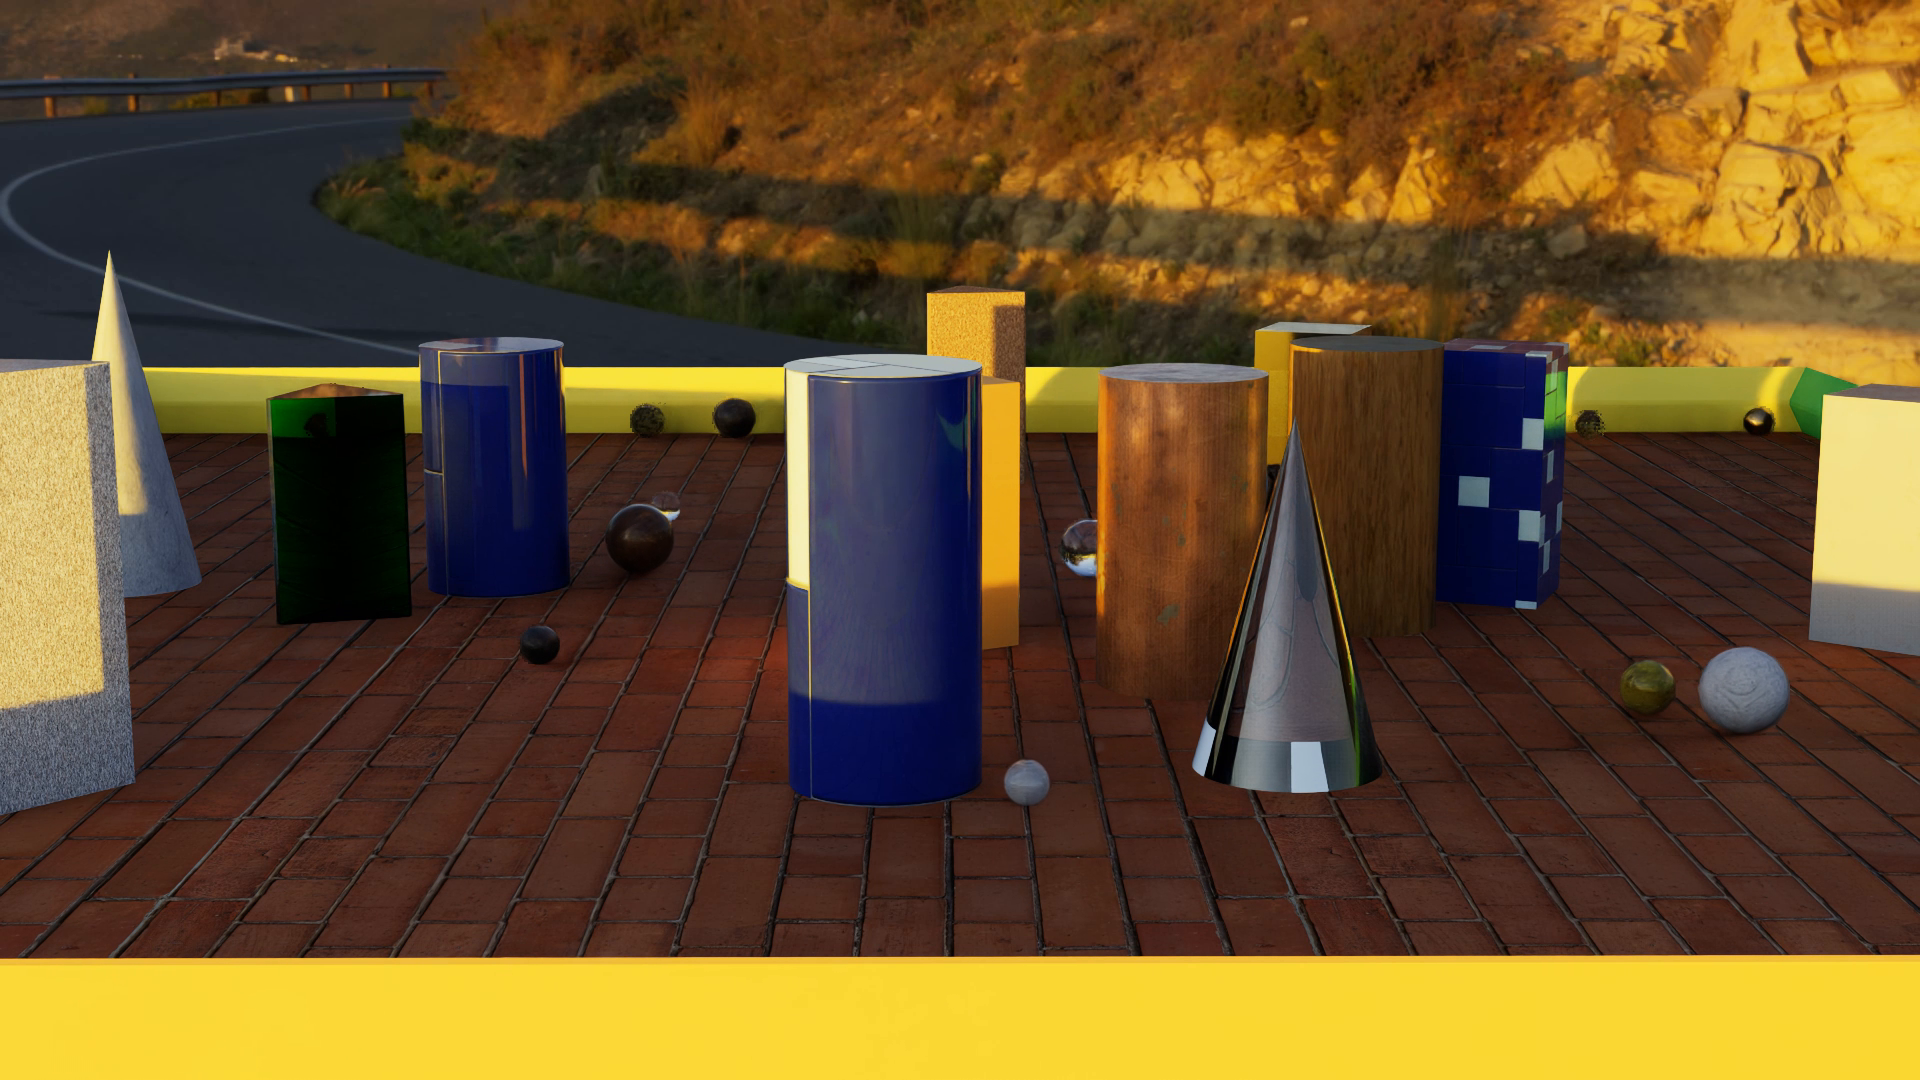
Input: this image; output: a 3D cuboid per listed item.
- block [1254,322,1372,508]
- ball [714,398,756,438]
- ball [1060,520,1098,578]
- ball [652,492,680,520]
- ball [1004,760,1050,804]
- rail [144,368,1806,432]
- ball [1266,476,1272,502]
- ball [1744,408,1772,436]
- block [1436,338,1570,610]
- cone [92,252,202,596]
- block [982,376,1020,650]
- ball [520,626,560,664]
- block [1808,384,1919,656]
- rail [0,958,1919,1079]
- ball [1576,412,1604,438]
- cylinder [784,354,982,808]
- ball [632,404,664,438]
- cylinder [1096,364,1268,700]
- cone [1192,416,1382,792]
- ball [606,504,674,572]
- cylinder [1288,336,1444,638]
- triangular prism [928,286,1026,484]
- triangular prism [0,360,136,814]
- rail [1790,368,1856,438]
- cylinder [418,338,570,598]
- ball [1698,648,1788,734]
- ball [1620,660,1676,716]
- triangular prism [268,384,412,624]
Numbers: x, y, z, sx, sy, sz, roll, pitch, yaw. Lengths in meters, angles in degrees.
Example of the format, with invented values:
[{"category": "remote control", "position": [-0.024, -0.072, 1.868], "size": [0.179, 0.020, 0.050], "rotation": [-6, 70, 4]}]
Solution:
[{"category": "block", "position": [0.591, -0.209, 4.308], "size": [0.160, 0.295, 0.160], "rotation": [4, 11, 21]}, {"category": "ball", "position": [-0.445, -0.241, 5.072], "size": [0.082, 0.082, 0.082], "rotation": [0, 10, 0]}, {"category": "ball", "position": [0.186, 0.012, 3.697], "size": [0.084, 0.084, 0.084], "rotation": [0, 10, 0]}, {"category": "ball", "position": [-0.476, -0.053, 4.148], "size": [0.047, 0.047, 0.047], "rotation": [0, 10, 0]}, {"category": "ball", "position": [0.067, 0.241, 2.560], "size": [0.046, 0.046, 0.046], "rotation": [0, 10, 0]}, {"category": "rail", "position": [-0.010, -0.277, 5.126], "size": [3.418, 0.130, 0.045], "rotation": [0, 10, 0]}, {"category": "ball", "position": [0.476, -0.084, 4.237], "size": [0.076, 0.076, 0.076], "rotation": [0, 10, 0]}, {"category": "ball", "position": [1.590, -0.235, 5.110], "size": [0.056, 0.056, 0.056], "rotation": [0, 10, 0]}, {"category": "block", "position": [0.741, -0.096, 3.554], "size": [0.160, 0.347, 0.160], "rotation": [5, 11, 23]}, {"category": "cone", "position": [-1.184, -0.171, 3.614], "size": [0.200, 0.474, 0.200], "rotation": [0, 10, 0]}, {"category": "block", "position": [-0.035, -0.037, 3.265], "size": [0.160, 0.336, 0.160], "rotation": [-6, 12, -30]}, {"category": "ball", "position": [-0.517, 0.129, 3.161], "size": [0.048, 0.048, 0.048], "rotation": [0, 10, 0]}, {"category": "block", "position": [1.203, -0.029, 3.277], "size": [0.160, 0.317, 0.160], "rotation": [9, 14, 39]}, {"category": "rail", "position": [0.010, 0.344, 1.771], "size": [3.418, 0.130, 0.045], "rotation": [0, 10, 0]}, {"category": "ball", "position": [1.245, -0.227, 5.074], "size": [0.053, 0.053, 0.053], "rotation": [0, 10, 0]}, {"category": "cylinder", "position": [-0.077, 0.036, 2.611], "size": [0.200, 0.430, 0.200], "rotation": [0, 10, 0]}, {"category": "ball", "position": [-0.618, -0.236, 5.087], "size": [0.066, 0.066, 0.066], "rotation": [0, 10, 0]}, {"category": "cylinder", "position": [0.262, -0.014, 3.044], "size": [0.200, 0.371, 0.200], "rotation": [0, 10, 0]}, {"category": "cone", "position": [0.344, 0.055, 2.668], "size": [0.200, 0.373, 0.200], "rotation": [0, 10, 0]}, {"category": "ball", "position": [-0.465, -0.002, 3.729], "size": [0.100, 0.100, 0.100], "rotation": [0, 10, 0]}, {"category": "cylinder", "position": [0.530, -0.074, 3.375], "size": [0.200, 0.370, 0.200], "rotation": [0, 10, 0]}, {"category": "triangular prism", "position": [0.017, -0.277, 4.560], "size": [0.173, 0.338, 0.150], "rotation": [-2, 11, -10]}, {"category": "triangular prism", "position": [-0.962, 0.039, 2.587], "size": [0.150, 0.435, 0.173], "rotation": [9, 14, 39]}, {"category": "rail", "position": [1.685, 0.032, 3.458], "size": [0.045, 0.130, 3.459], "rotation": [0, 10, 0]}, {"category": "cylinder", "position": [-0.655, -0.105, 3.619], "size": [0.200, 0.342, 0.200], "rotation": [0, 10, 0]}, {"category": "ball", "position": [0.865, 0.166, 2.833], "size": [0.095, 0.095, 0.095], "rotation": [0, 10, 0]}, {"category": "ball", "position": [0.781, 0.168, 2.913], "size": [0.062, 0.062, 0.062], "rotation": [0, 10, 0]}, {"category": "triangular prism", "position": [-0.841, -0.053, 3.456], "size": [0.173, 0.300, 0.150], "rotation": [-3, 11, -18]}]
